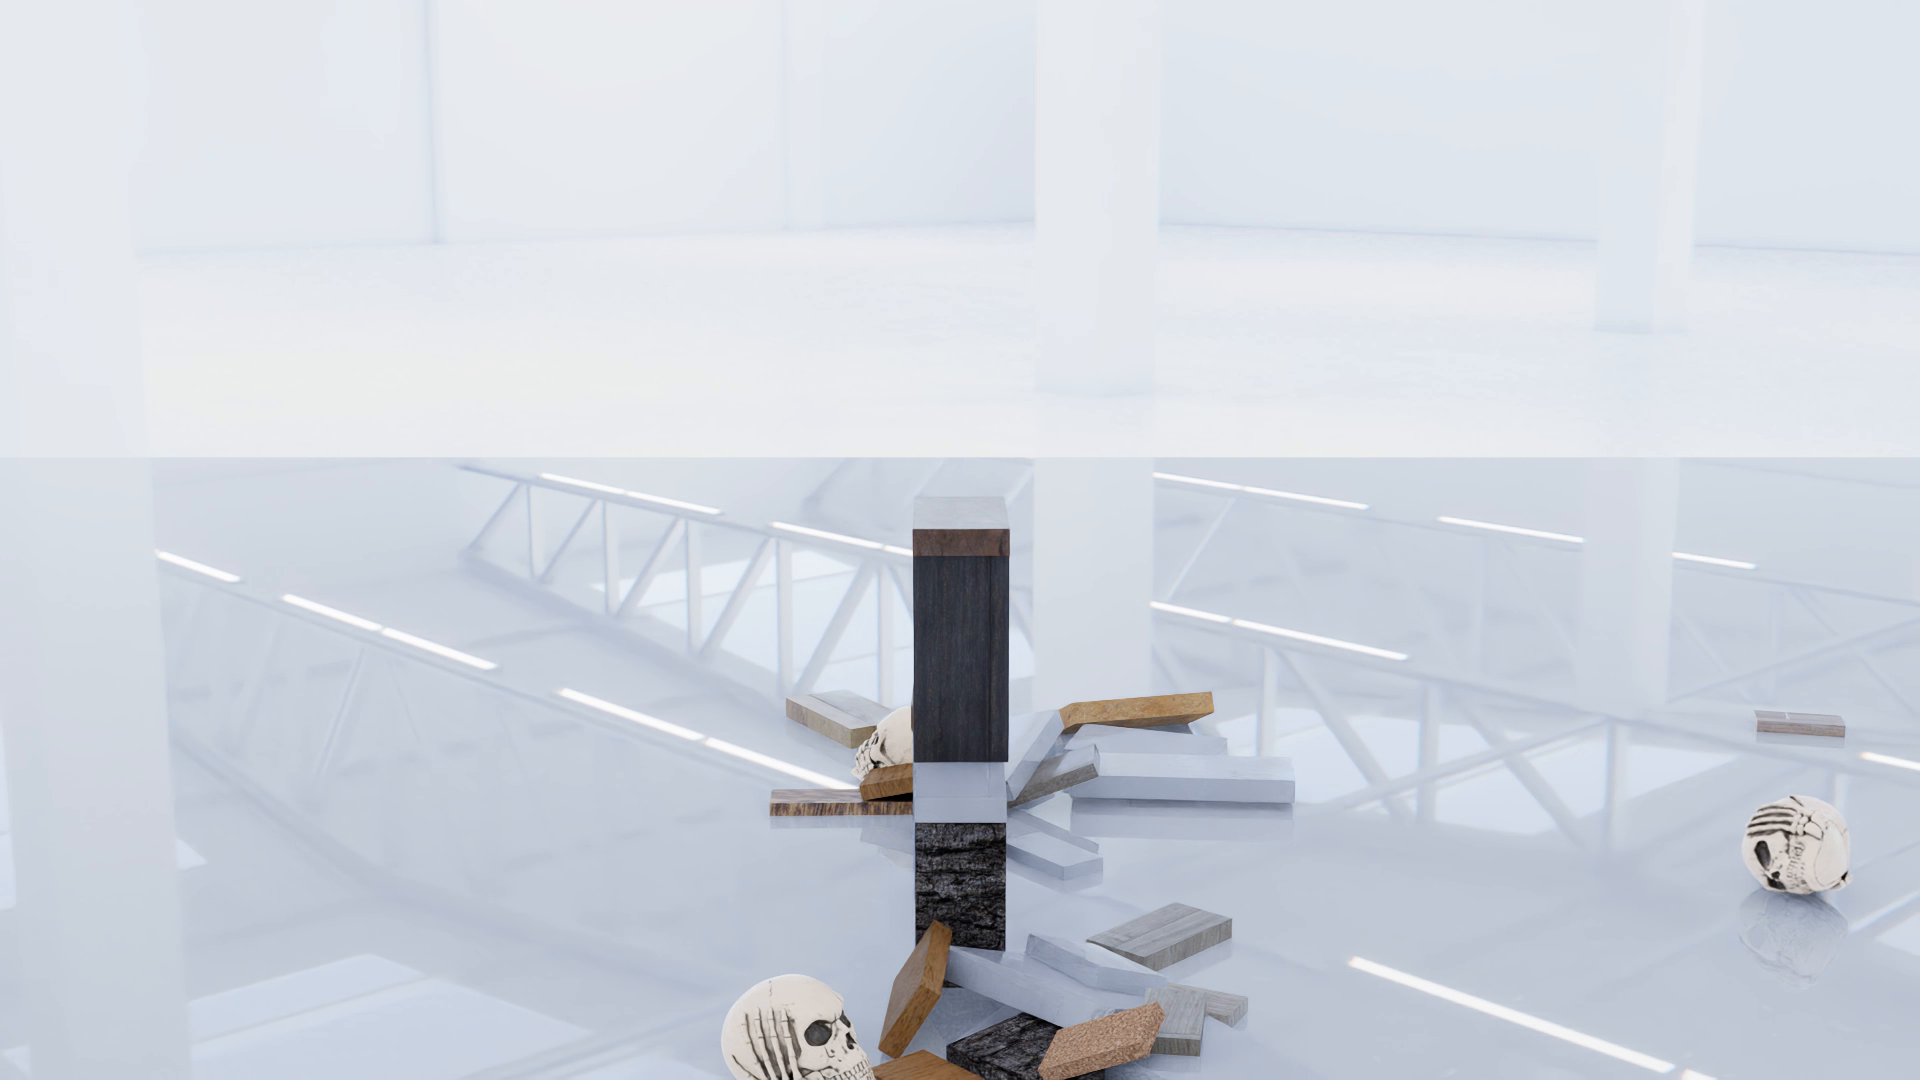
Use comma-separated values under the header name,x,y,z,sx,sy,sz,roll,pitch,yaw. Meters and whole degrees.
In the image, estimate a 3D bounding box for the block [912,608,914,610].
name,x,y,z,sx,sy,sz,roll,pitch,yaw
block,-0.020,0.155,3.728,0.095,0.027,0.191,1,-32,7

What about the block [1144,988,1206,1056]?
name,x,y,z,sx,sy,sz,roll,pitch,yaw
block,0.277,0.628,2.868,0.080,0.023,0.160,2,11,9

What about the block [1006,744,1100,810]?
name,x,y,z,sx,sy,sz,roll,pitch,yaw
block,0.163,0.446,4.133,0.202,0.029,0.101,-21,14,11

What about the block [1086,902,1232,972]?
name,x,y,z,sx,sy,sz,roll,pitch,yaw
block,0.311,0.620,3.421,0.113,0.032,0.225,9,14,42

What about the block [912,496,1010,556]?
name,x,y,z,sx,sy,sz,roll,pitch,yaw
block,0.000,-0.023,3.407,0.145,0.041,0.290,0,11,-1

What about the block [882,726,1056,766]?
name,x,y,z,sx,sy,sz,roll,pitch,yaw
block,0.019,0.426,4.381,0.309,0.044,0.154,4,18,21

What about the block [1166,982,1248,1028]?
name,x,y,z,sx,sy,sz,roll,pitch,yaw
block,0.326,0.670,3.175,0.160,0.023,0.080,5,12,27

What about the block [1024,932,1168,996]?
name,x,y,z,sx,sy,sz,roll,pitch,yaw
block,0.194,0.613,3.168,0.113,0.032,0.225,14,-3,-24

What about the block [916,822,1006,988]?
name,x,y,z,sx,sy,sz,roll,pitch,yaw
block,0.001,0.531,3.260,0.133,0.265,0.038,0,11,-2

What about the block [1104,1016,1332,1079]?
name,x,y,z,sx,sy,sz,roll,pitch,yaw
block,0.353,0.690,2.731,0.172,0.049,0.345,-7,13,-33

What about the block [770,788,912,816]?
name,x,y,z,sx,sy,sz,roll,pitch,yaw
block,-0.200,0.492,4.130,0.309,0.025,0.087,0,11,-2

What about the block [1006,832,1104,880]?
name,x,y,z,sx,sy,sz,roll,pitch,yaw
block,0.159,0.549,3.823,0.087,0.025,0.175,-8,13,-36

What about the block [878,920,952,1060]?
name,x,y,z,sx,sy,sz,roll,pitch,yaw
block,-0.062,0.635,3.120,0.032,0.112,0.251,32,11,-3

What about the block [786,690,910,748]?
name,x,y,z,sx,sy,sz,roll,pitch,yaw
block,-0.237,0.379,4.688,0.149,0.042,0.298,-6,12,-30

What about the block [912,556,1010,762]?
name,x,y,z,sx,sy,sz,roll,pitch,yaw
block,0.002,0.175,3.348,0.145,0.327,0.041,0,10,-1

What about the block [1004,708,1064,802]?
name,x,y,z,sx,sy,sz,roll,pitch,yaw
block,0.080,0.418,4.203,0.149,0.042,0.298,-12,17,26

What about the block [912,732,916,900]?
name,x,y,z,sx,sy,sz,roll,pitch,yaw
block,-0.003,0.446,3.628,0.149,0.298,0.042,0,11,0

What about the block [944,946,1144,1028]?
name,x,y,z,sx,sy,sz,roll,pitch,yaw
block,0.154,0.641,3.081,0.172,0.049,0.345,15,-4,-40

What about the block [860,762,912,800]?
name,x,y,z,sx,sy,sz,roll,pitch,yaw
block,-0.078,0.442,4.122,0.204,0.029,0.102,-11,9,12

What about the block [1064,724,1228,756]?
name,x,y,z,sx,sy,sz,roll,pitch,yaw
block,0.371,0.426,4.389,0.298,0.042,0.149,4,17,19

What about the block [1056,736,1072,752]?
name,x,y,z,sx,sy,sz,roll,pitch,yaw
block,0.217,0.421,4.531,0.122,0.017,0.061,-1,11,-7

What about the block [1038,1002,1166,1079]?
name,x,y,z,sx,sy,sz,roll,pitch,yaw
block,0.181,0.642,2.807,0.160,0.023,0.080,-25,16,33

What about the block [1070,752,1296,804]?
name,x,y,z,sx,sy,sz,roll,pitch,yaw
block,0.424,0.452,4.197,0.419,0.044,0.154,1,11,5

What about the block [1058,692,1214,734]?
name,x,y,z,sx,sy,sz,roll,pitch,yaw
block,0.359,0.364,4.609,0.309,0.044,0.154,-3,-13,-17

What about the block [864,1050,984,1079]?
name,x,y,z,sx,sy,sz,roll,pitch,yaw
block,-0.021,0.724,2.870,0.102,0.029,0.204,-9,14,-40

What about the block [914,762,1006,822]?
name,x,y,z,sx,sy,sz,roll,pitch,yaw
block,0.001,0.367,3.313,0.133,0.038,0.265,0,10,0

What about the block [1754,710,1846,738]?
name,x,y,z,sx,sy,sz,roll,pitch,yaw
block,1.784,0.390,4.677,0.175,0.025,0.087,3,11,15

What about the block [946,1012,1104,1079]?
name,x,y,z,sx,sy,sz,roll,pitch,yaw
block,0.276,0.729,2.788,0.648,0.049,0.172,10,14,42

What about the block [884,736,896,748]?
name,x,y,z,sx,sy,sz,roll,pitch,yaw
block,-0.092,0.421,4.534,0.122,0.017,0.061,1,11,5

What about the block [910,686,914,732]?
name,x,y,z,sx,sy,sz,roll,pitch,yaw
block,-0.004,0.259,3.695,0.149,0.042,0.298,0,11,1
